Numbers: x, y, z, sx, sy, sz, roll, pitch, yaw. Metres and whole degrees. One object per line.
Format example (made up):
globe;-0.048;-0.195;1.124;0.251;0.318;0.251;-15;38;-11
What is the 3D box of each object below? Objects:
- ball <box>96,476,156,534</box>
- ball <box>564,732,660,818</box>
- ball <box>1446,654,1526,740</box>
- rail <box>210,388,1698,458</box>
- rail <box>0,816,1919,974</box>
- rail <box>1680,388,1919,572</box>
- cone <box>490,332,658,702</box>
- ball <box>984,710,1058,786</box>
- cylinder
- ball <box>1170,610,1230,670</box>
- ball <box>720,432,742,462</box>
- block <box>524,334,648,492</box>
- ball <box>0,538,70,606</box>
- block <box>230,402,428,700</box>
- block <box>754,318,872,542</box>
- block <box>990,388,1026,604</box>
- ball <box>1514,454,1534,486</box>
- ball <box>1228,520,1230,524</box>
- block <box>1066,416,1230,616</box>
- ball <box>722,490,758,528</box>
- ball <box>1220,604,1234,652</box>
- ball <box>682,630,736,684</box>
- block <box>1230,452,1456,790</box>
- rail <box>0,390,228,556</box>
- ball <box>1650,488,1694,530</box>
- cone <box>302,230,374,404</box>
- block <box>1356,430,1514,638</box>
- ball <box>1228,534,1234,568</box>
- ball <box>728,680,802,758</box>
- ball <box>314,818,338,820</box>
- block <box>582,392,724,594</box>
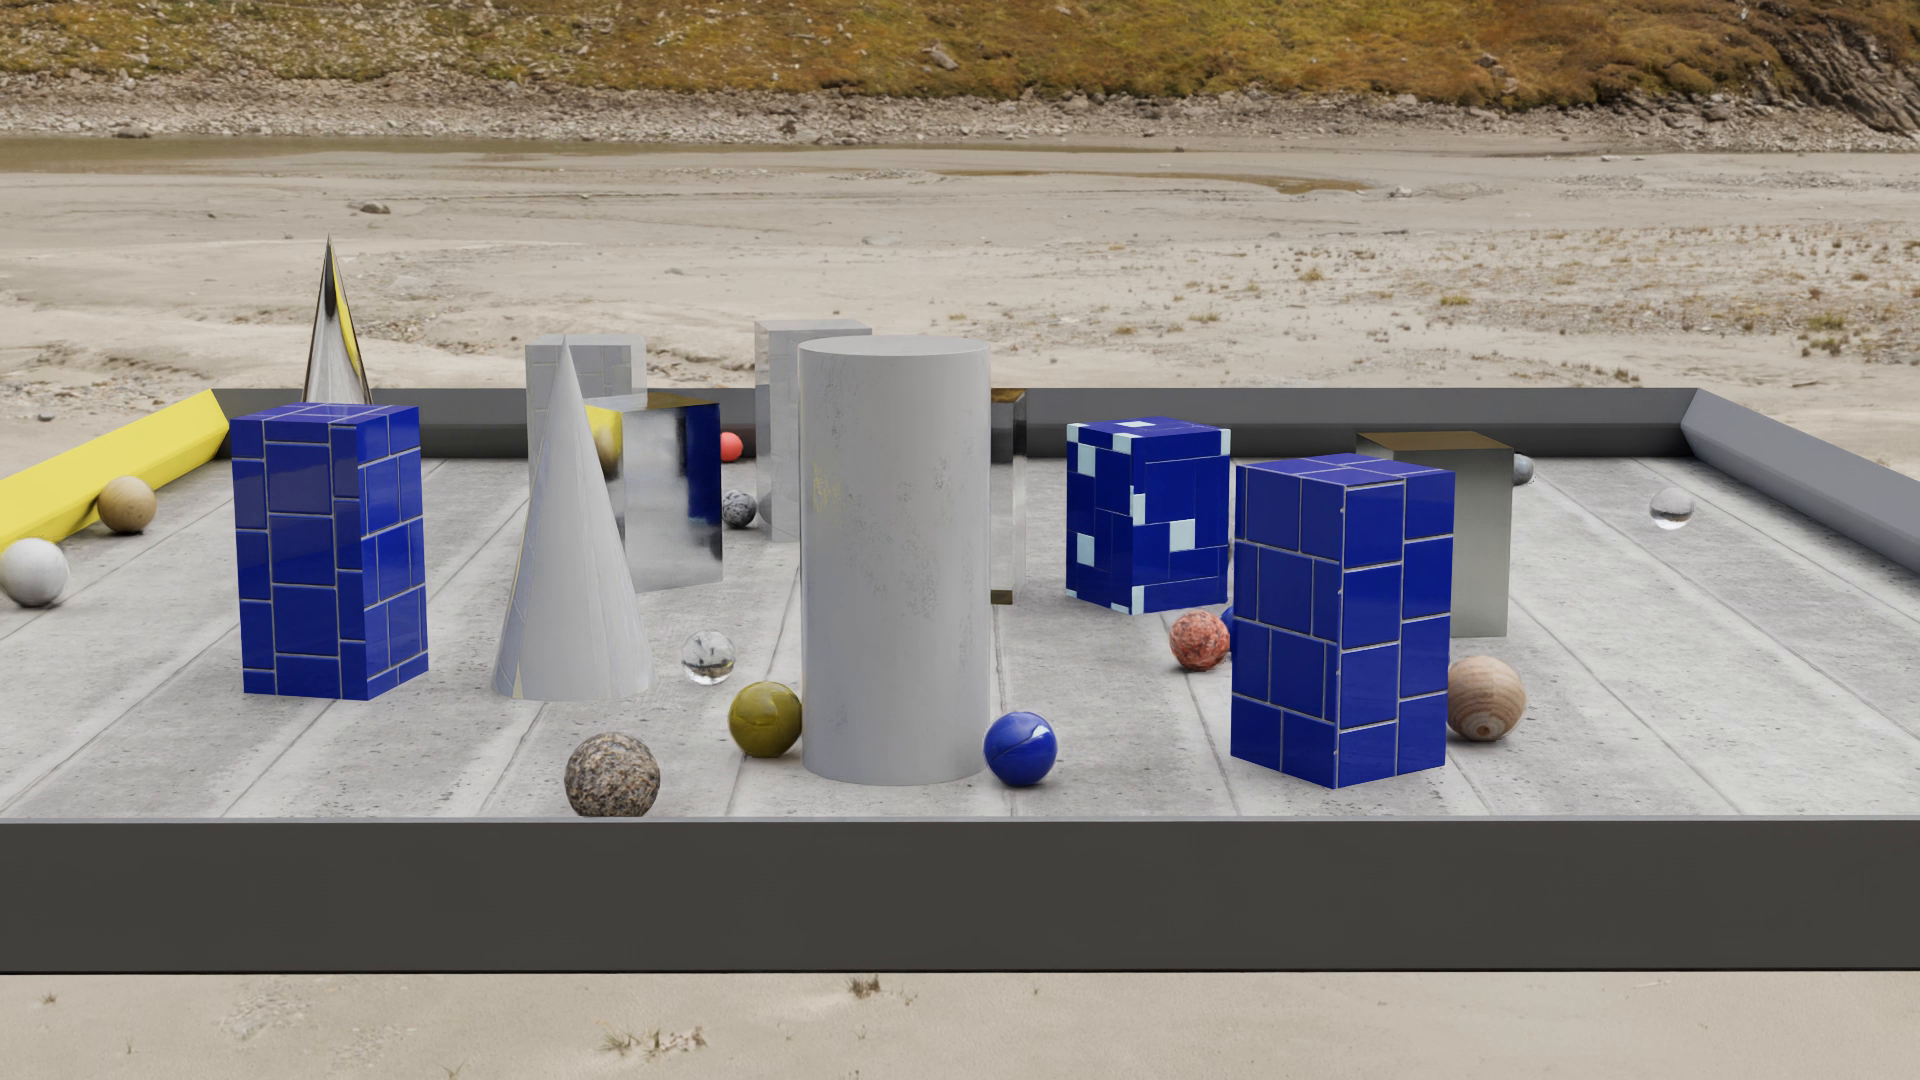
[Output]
ball;-1.313;-0.055;4.044;0.090;0.090;0.090;0;10;0
ball;-0.337;0.232;2.484;0.092;0.092;0.092;0;10;0
ball;0.570;0.172;2.803;0.094;0.094;0.094;0;10;0
rail;-0.008;-0.216;4.800;2.796;0.130;0.045;0;10;0
rail;0.008;0.283;2.097;2.796;0.130;0.045;0;10;0
rail;1.374;0.032;3.456;0.045;0.130;2.797;0;10;0
cone;-0.462;-0.037;3.035;0.200;0.420;0.200;0;10;0
ball;0.062;0.213;2.629;0.076;0.076;0.076;0;10;0
cylinder;-0.067;0.016;2.686;0.200;0.443;0.200;0;10;0
ball;0.292;0.122;3.130;0.073;0.073;0.073;0;10;0
ball;-0.432;-0.173;4.772;0.056;0.056;0.056;0;10;0
block;-0.572;-0.154;3.962;0.160;0.313;0.160;0;10;1
ball;-1.264;0.044;3.499;0.093;0.093;0.093;0;10;0
block;-0.746;0.010;3.046;0.160;0.325;0.160;3;11;14
block;-0.230;-0.175;4.031;0.160;0.329;0.160;-2;11;-12
block;0.004;-0.065;3.575;0.160;0.278;0.160;1;11;8
ball;0.980;-0.123;4.508;0.055;0.055;0.055;0;10;0
ball;0.364;-0.027;3.896;0.089;0.089;0.089;0;10;0
block;0.257;-0.037;3.531;0.160;0.240;0.160;-6;12;-31
ball;-0.354;-0.050;4.097;0.061;0.061;0.061;0;10;0
ball;0.356;0.111;3.200;0.069;0.069;0.069;0;10;0
ball;-0.299;0.139;3.056;0.066;0.066;0.066;0;10;0
block;0.400;0.080;2.697;0.160;0.314;0.160;-7;13;-34
rail;-1.374;0.035;3.441;0.045;0.130;2.797;0;10;0
ball;1.130;-0.050;4.075;0.068;0.068;0.068;0;10;0
cone;-0.915;-0.209;3.766;0.200;0.493;0.200;0;10;0
block;0.617;-0.008;3.361;0.160;0.246;0.160;-1;11;-8
ball;0.341;0.014;3.651;0.096;0.096;0.096;0;10;0
ball;-0.207;0.191;2.737;0.081;0.081;0.081;0;10;0
ball;-0.549;0.284;2.214;0.088;0.088;0.088;0;10;0
block;-0.451;-0.070;3.661;0.160;0.257;0.160;-8;13;-38
